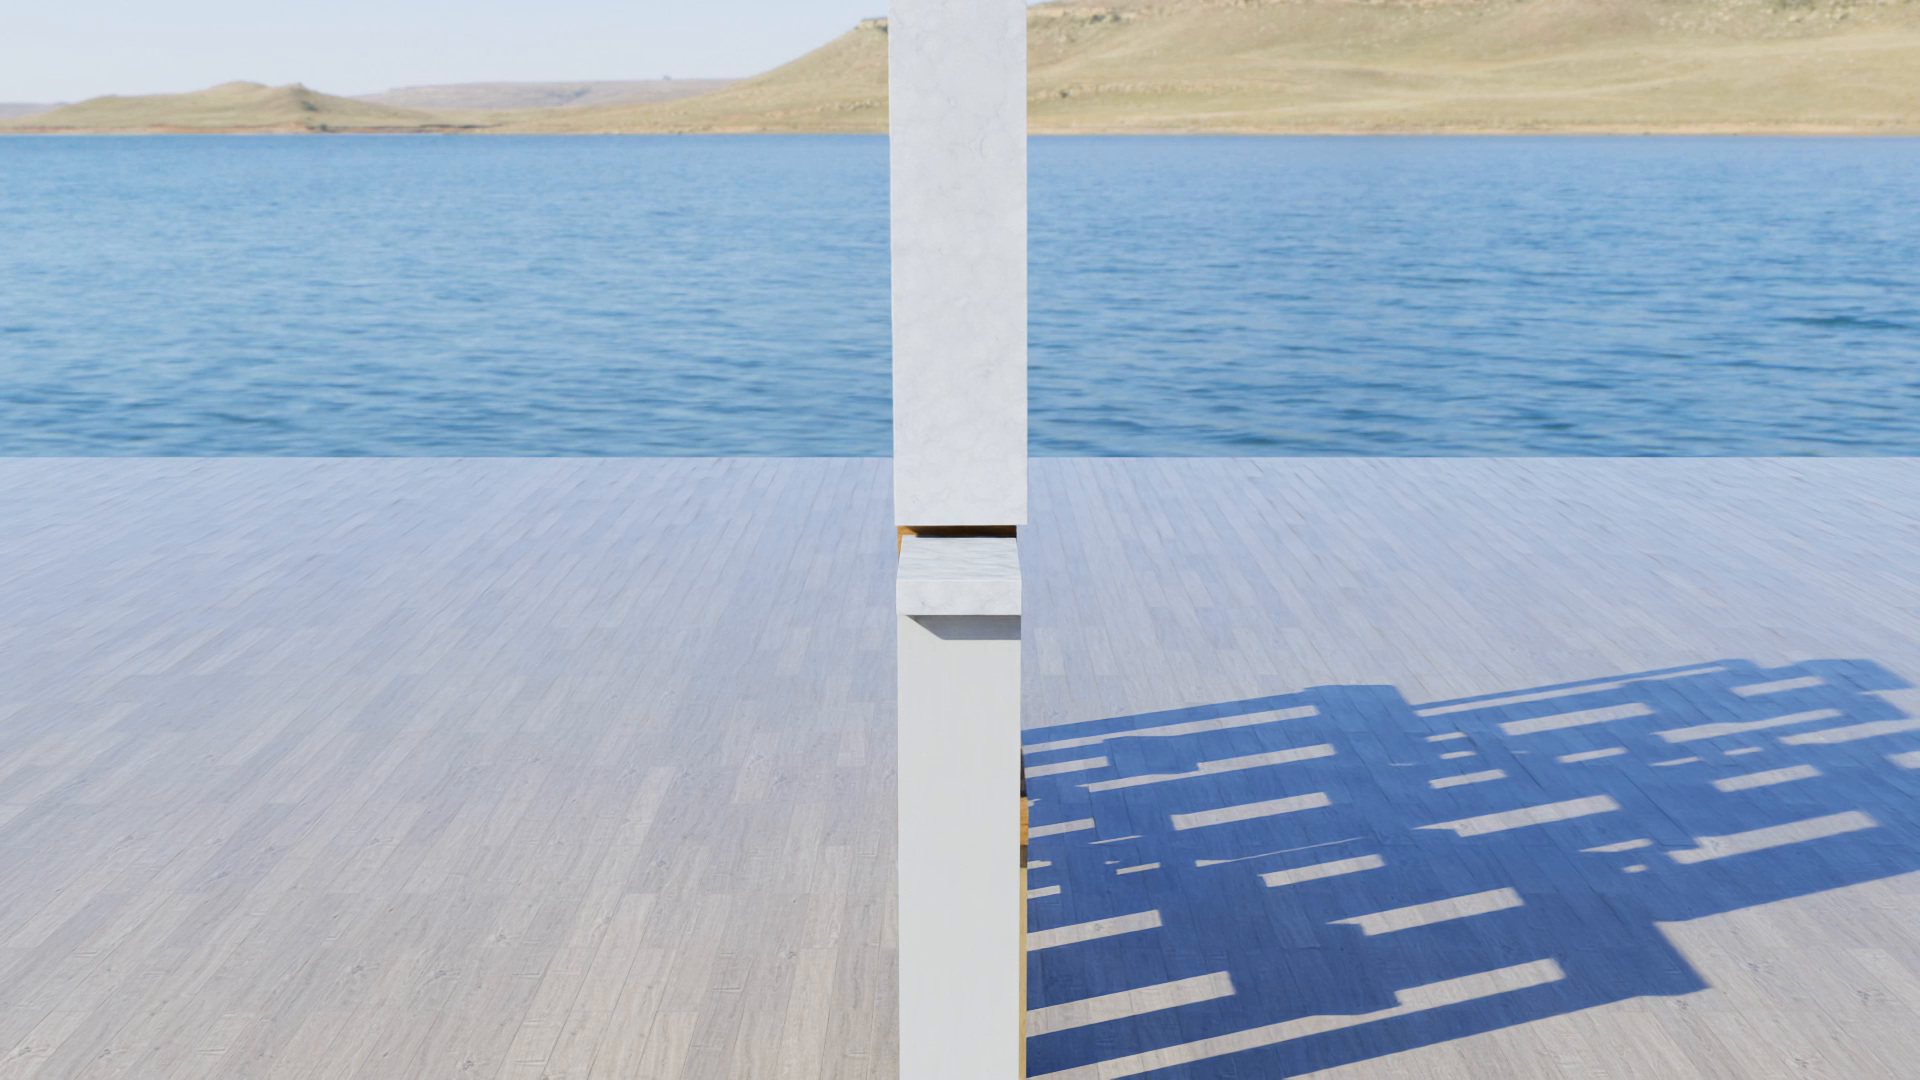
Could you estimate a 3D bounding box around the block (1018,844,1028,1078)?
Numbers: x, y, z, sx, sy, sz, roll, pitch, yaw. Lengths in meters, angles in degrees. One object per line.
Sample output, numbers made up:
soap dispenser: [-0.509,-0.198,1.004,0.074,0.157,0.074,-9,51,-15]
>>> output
block: [0.004,0.552,2.946,0.169,0.338,0.048,0,11,0]

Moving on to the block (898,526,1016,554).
block: [-0.004,-0.034,3.063,0.158,0.045,0.315,0,11,0]

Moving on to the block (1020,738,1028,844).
block: [0.004,0.342,3.021,0.169,0.048,0.338,0,11,0]

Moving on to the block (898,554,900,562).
block: [-0.004,0.162,2.993,0.157,0.315,0.045,0,11,0]

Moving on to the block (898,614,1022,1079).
block: [-0.001,0.417,2.729,0.149,0.684,0.042,0,11,0]

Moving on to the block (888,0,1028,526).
block: [-0.001,-0.454,2.810,0.173,0.877,0.049,0,11,0]

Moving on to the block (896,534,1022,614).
block: [-0.001,0.041,2.760,0.149,0.042,0.298,0,11,0]
